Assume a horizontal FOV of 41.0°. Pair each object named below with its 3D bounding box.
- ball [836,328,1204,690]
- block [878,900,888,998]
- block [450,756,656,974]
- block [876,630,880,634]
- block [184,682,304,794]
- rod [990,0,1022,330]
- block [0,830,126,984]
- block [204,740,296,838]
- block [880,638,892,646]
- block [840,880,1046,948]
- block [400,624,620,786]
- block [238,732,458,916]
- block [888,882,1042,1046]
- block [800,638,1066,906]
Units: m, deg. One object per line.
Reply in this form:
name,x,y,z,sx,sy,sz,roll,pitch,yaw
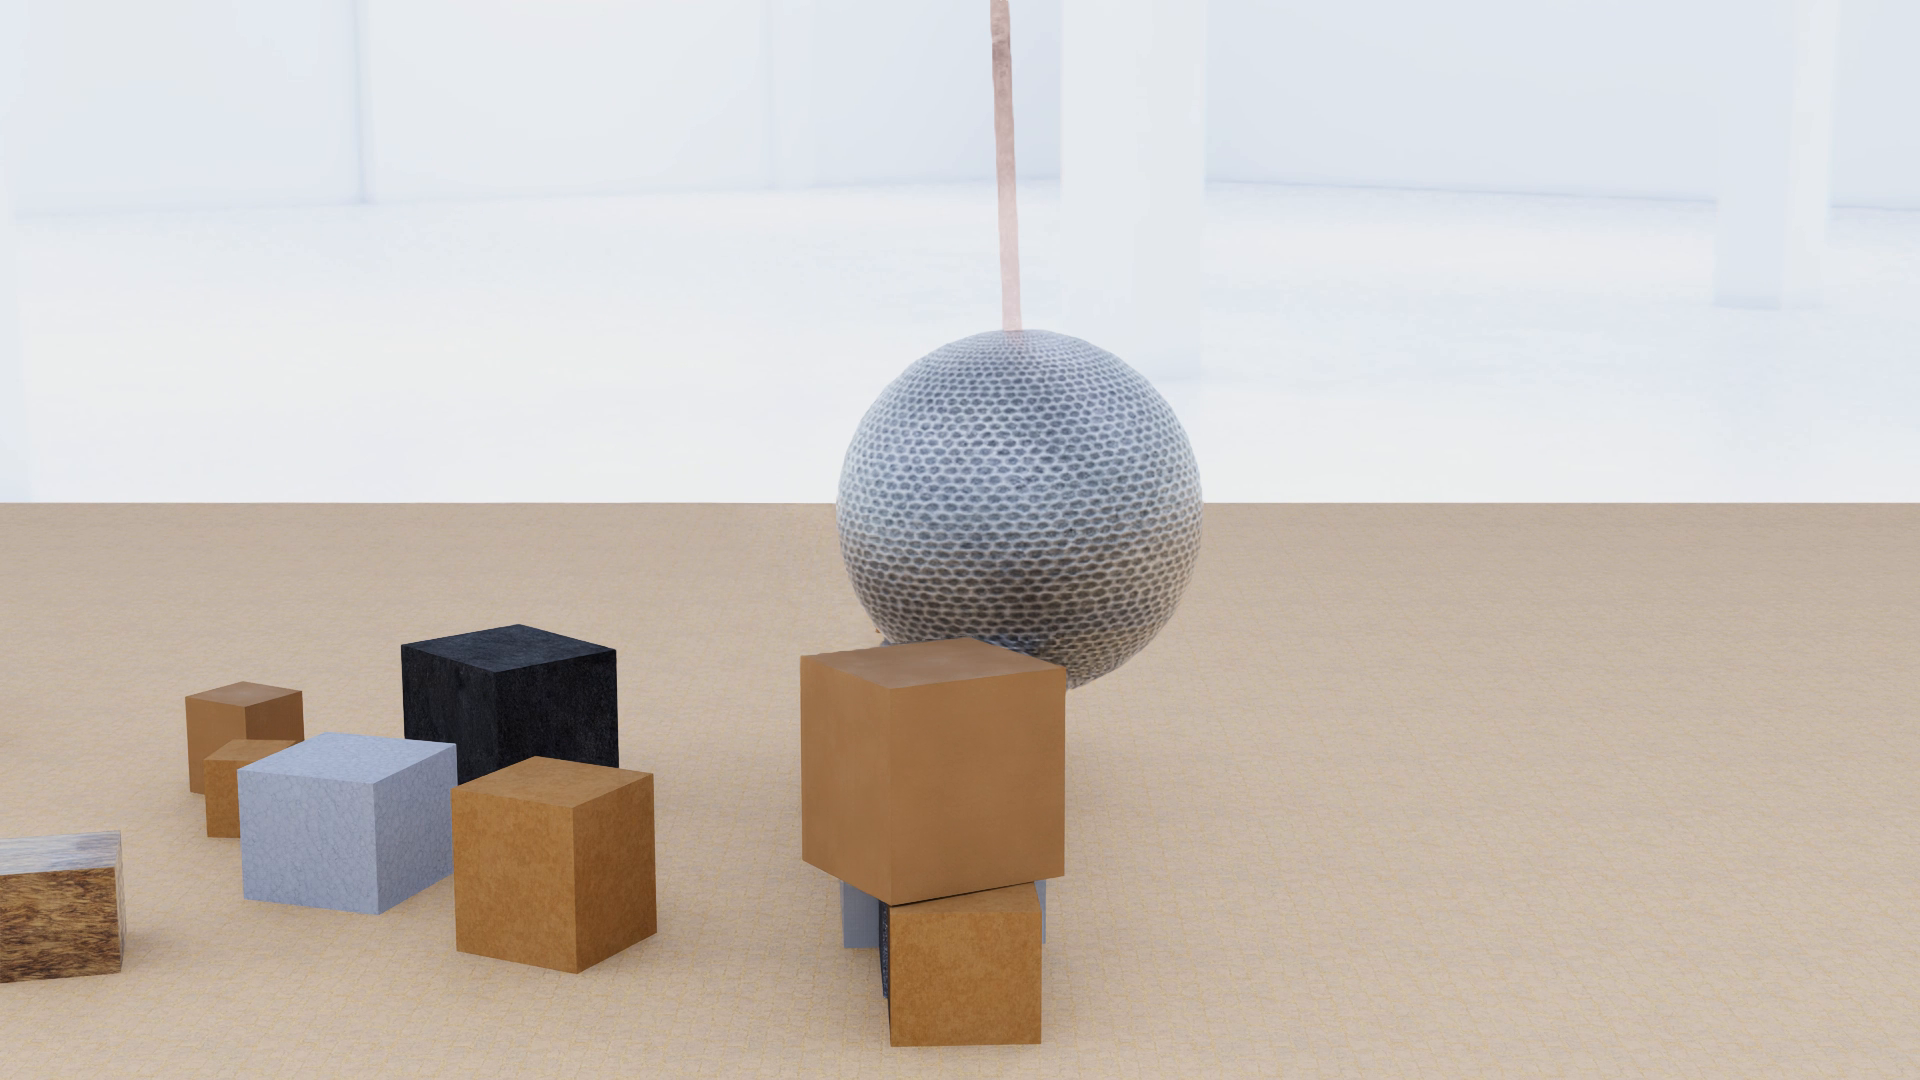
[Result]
ball,0.259,-0.119,11.159,1.600,1.600,1.600,0,10,0
block,-0.028,1.467,10.128,0.569,0.489,0.586,-1,10,-3
block,-1.648,1.311,10.451,0.594,0.681,0.563,5,12,27
block,-0.018,0.228,12.992,0.570,0.520,0.601,-8,13,-37
block,-3.538,0.998,12.719,0.409,0.485,0.382,6,12,30
rod,0.112,-3.461,10.551,0.080,5.200,0.080,-2,10,0
block,-3.634,1.465,10.283,0.515,0.438,0.511,-3,11,-15
block,-3.334,1.170,12.087,0.309,0.373,0.376,1,10,5
block,0.001,0.830,13.068,0.756,0.691,0.811,1,10,6
block,-0.089,1.230,10.798,0.824,0.716,0.818,-1,10,-4
block,-2.179,0.900,12.436,0.688,0.780,0.811,-10,14,-43
block,-2.660,1.226,11.215,0.666,0.576,0.683,4,11,19
block,0.010,1.558,9.584,0.551,0.505,0.489,-1,10,-3
block,-0.109,0.859,9.775,0.752,0.806,0.709,-5,10,-30
